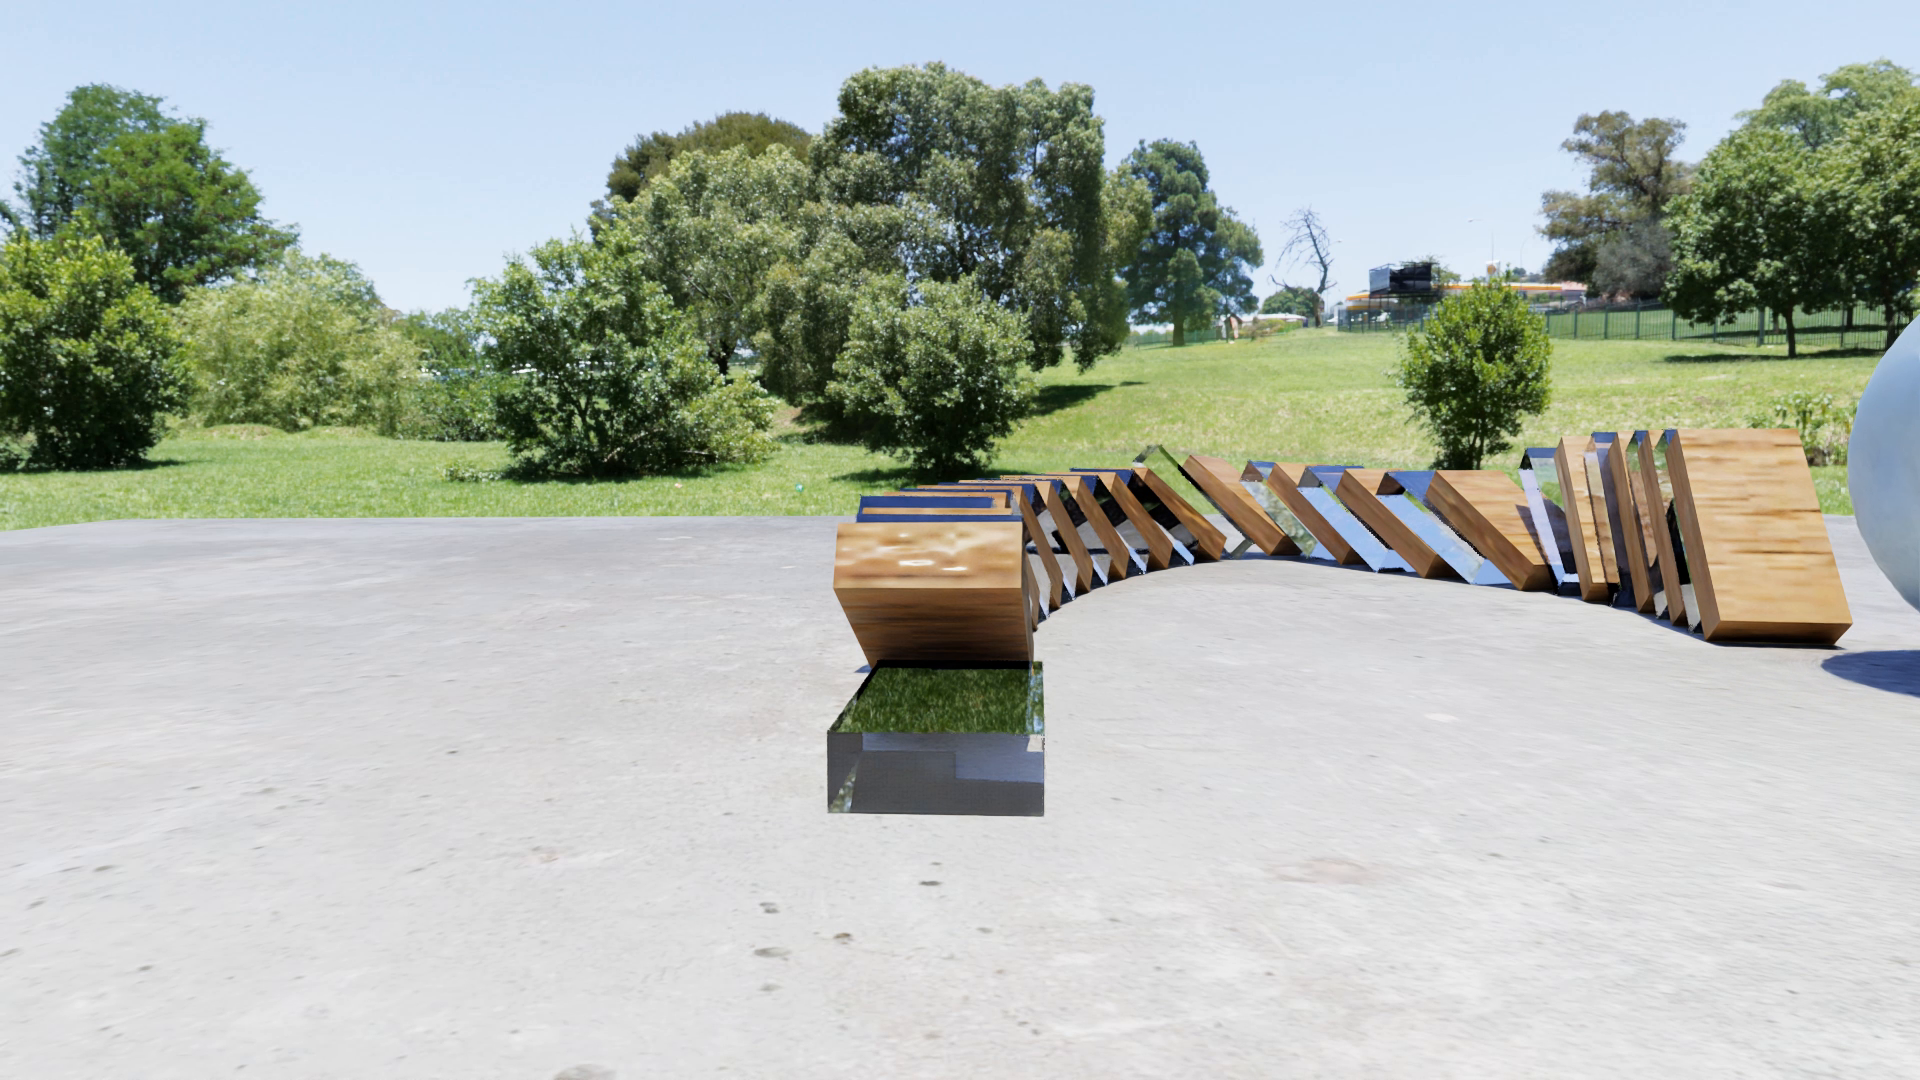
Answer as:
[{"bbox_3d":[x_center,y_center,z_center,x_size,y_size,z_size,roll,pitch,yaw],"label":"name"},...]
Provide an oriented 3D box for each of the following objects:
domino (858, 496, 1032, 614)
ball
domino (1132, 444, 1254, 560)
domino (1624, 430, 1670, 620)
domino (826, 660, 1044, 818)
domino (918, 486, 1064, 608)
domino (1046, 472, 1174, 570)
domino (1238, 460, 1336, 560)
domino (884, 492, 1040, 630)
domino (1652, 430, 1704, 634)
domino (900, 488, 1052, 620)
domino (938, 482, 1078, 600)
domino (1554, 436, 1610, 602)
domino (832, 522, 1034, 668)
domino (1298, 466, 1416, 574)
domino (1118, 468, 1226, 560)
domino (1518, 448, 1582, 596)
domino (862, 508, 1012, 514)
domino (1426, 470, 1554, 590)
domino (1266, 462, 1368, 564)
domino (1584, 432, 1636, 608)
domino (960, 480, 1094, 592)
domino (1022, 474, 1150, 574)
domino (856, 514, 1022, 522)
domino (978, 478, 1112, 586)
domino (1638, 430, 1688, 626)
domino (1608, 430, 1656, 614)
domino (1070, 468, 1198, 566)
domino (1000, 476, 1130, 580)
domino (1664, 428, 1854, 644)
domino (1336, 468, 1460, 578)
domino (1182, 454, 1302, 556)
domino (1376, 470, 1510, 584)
[{"bbox_3d":[-0.002,0.007,0.256,0.025,0.009,0.050,1,-25,13],"label":"domino"},{"bbox_3d":[0.200,-0.014,0.219,0.080,0.080,0.080,0,4,0],"label":"ball"},{"bbox_3d":[0.087,-0.015,0.480,0.009,0.050,0.025,-45,4,2],"label":"domino"},{"bbox_3d":[0.183,-0.004,0.318,0.025,0.050,0.009,1,-32,11],"label":"domino"},{"bbox_3d":[-0.001,0.025,0.172,0.025,0.010,0.050,0,4,3],"label":"domino"},{"bbox_3d":[0.008,0.003,0.314,0.025,0.009,0.050,1,-25,17],"label":"domino"},{"bbox_3d":[0.049,-0.006,0.425,0.025,0.009,0.050,3,-25,34],"label":"domino"},{"bbox_3d":[0.129,-0.012,0.480,0.025,0.010,0.050,2,35,-26],"label":"domino"},{"bbox_3d":[0.001,0.005,0.275,0.025,0.009,0.050,1,-25,13],"label":"domino"},{"bbox_3d":[0.178,-0.003,0.295,0.025,0.050,0.009,1,-32,11],"label":"domino"},{"bbox_3d":[0.004,0.004,0.295,0.025,0.009,0.050,1,-25,15],"label":"domino"},{"bbox_3d":[0.013,0.001,0.333,0.025,0.009,0.050,1,-25,19],"label":"domino"},{"bbox_3d":[0.183,-0.006,0.355,0.025,0.050,0.010,1,-35,9],"label":"domino"},{"bbox_3d":[-0.002,0.012,0.194,0.025,0.009,0.050,0,-24,5],"label":"domino"},{"bbox_3d":[0.141,-0.008,0.443,0.025,0.010,0.050,-2,37,-23],"label":"domino"},{"bbox_3d":[0.070,-0.009,0.458,0.050,0.009,0.025,36,-20,-36],"label":"domino"},{"bbox_3d":[0.181,-0.006,0.371,0.025,0.010,0.050,0,48,6],"label":"domino"},{"bbox_3d":[-0.002,0.009,0.235,0.025,0.010,0.050,0,-24,6],"label":"domino"},{"bbox_3d":[0.168,-0.004,0.392,0.025,0.010,0.050,-1,36,-19],"label":"domino"},{"bbox_3d":[0.135,-0.010,0.462,0.025,0.009,0.050,1,36,-26],"label":"domino"},{"bbox_3d":[0.184,-0.006,0.342,0.025,0.050,0.009,1,-33,11],"label":"domino"},{"bbox_3d":[0.018,0.000,0.352,0.025,0.010,0.050,2,-25,21],"label":"domino"},{"bbox_3d":[0.040,-0.005,0.407,0.025,0.009,0.050,2,-25,30],"label":"domino"},{"bbox_3d":[-0.002,0.011,0.214,0.025,0.009,0.050,0,-24,4],"label":"domino"},{"bbox_3d":[0.024,-0.002,0.371,0.025,0.010,0.050,2,-25,25],"label":"domino"},{"bbox_3d":[0.181,-0.003,0.306,0.025,0.050,0.009,1,-32,11],"label":"domino"},{"bbox_3d":[0.185,-0.005,0.329,0.025,0.050,0.009,1,-32,11],"label":"domino"},{"bbox_3d":[0.059,-0.008,0.442,0.025,0.010,0.050,4,-26,41],"label":"domino"},{"bbox_3d":[0.032,-0.003,0.389,0.025,0.009,0.050,2,-25,27],"label":"domino"},{"bbox_3d":[0.175,-0.002,0.283,0.025,0.050,0.010,1,-32,11],"label":"domino"},{"bbox_3d":[0.150,-0.006,0.426,0.025,0.009,0.050,-2,36,-23],"label":"domino"},{"bbox_3d":[0.109,-0.013,0.490,0.025,0.010,0.050,0,38,-49],"label":"domino"},{"bbox_3d":[0.158,-0.005,0.409,0.025,0.009,0.050,-2,35,-23],"label":"domino"}]
